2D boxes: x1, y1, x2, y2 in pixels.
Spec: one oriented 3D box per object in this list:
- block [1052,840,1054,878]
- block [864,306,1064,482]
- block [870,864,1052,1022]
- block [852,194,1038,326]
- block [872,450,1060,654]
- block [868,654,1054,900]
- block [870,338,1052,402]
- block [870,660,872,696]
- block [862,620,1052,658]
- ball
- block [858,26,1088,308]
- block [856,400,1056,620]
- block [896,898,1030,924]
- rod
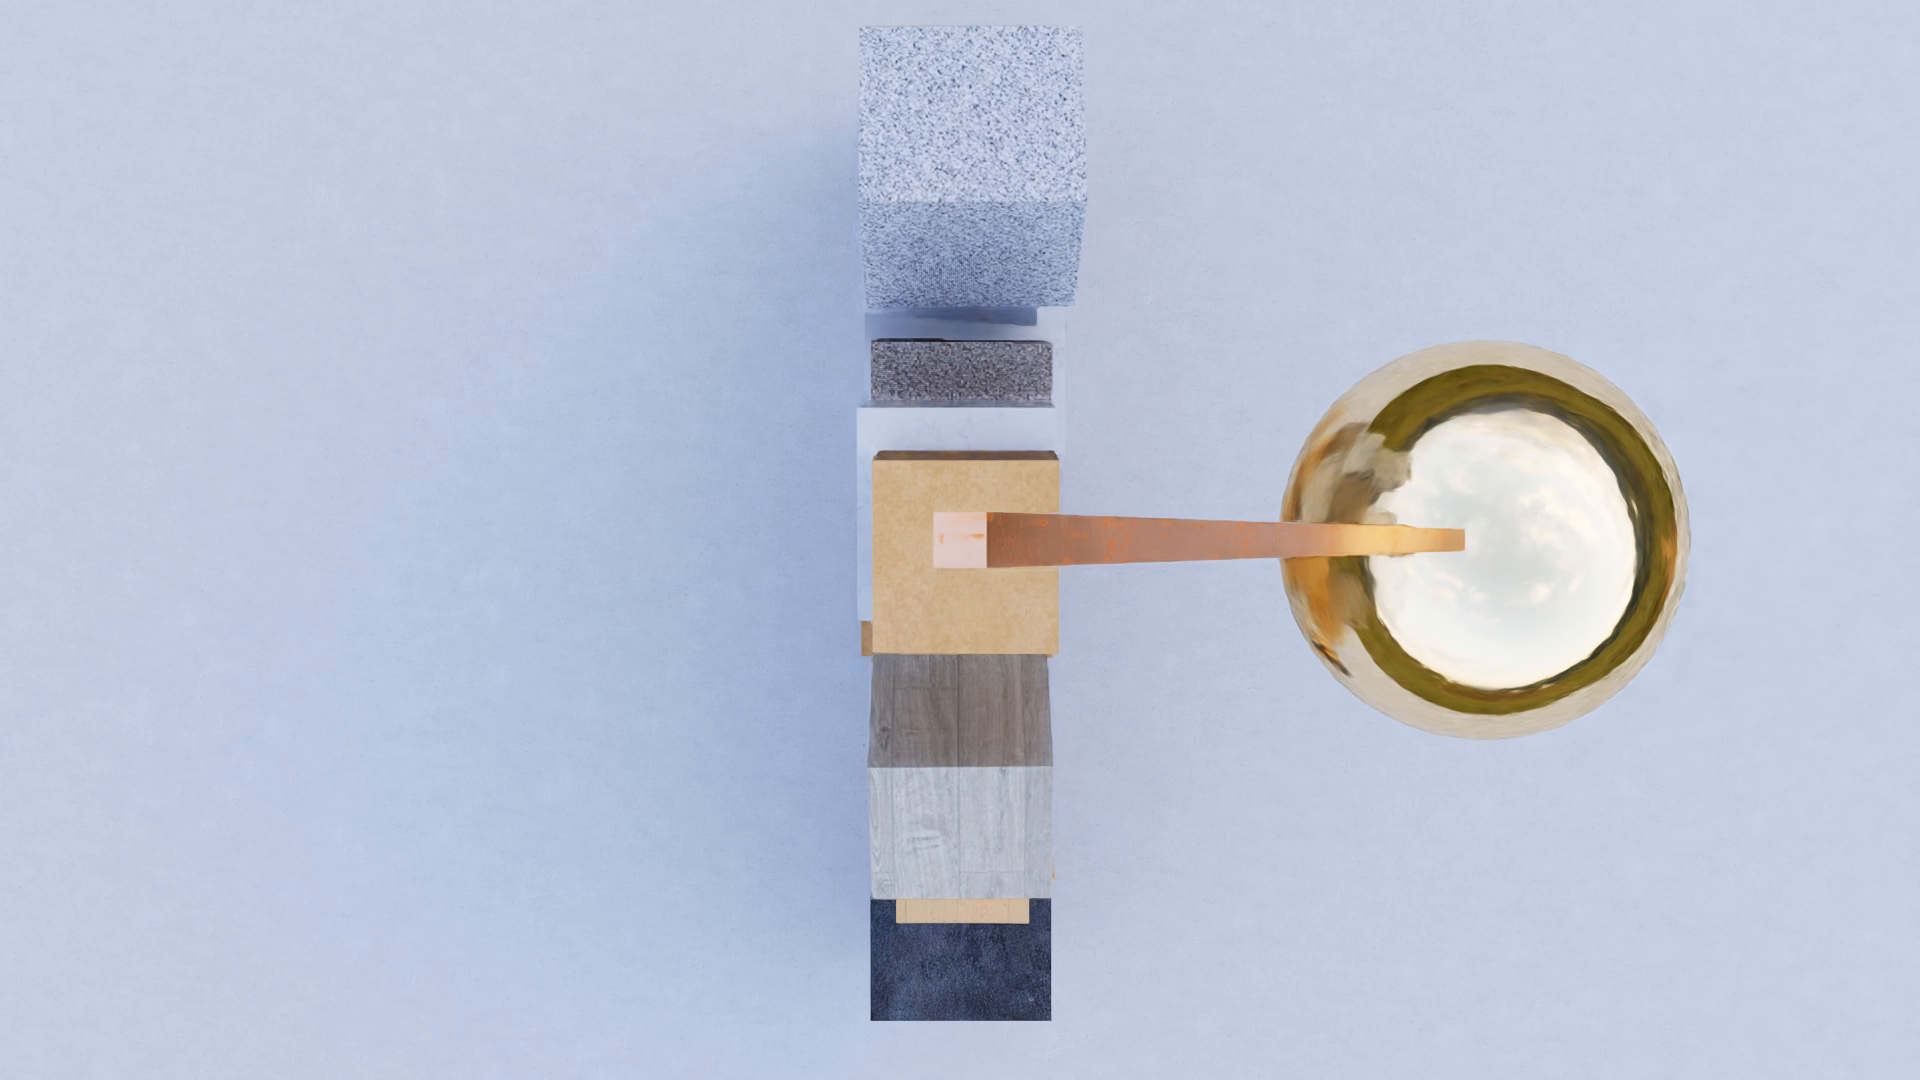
[{"bbox_3d":[0.010,1.085,9.538,0.739,0.811,0.664,-2,91,0],"label":"block"},{"bbox_3d":[0.016,-0.582,9.265,0.805,0.892,0.796,1,71,0],"label":"block"},{"bbox_3d":[0.004,2.026,11.768,0.934,0.883,0.904,0,90,0],"label":"block"},{"bbox_3d":[-0.015,-1.352,8.572,0.709,0.651,0.783,5,71,1],"label":"block"},{"bbox_3d":[0.019,0.027,7.134,0.585,0.508,0.608,0,96,0],"label":"block"},{"bbox_3d":[0.004,0.918,8.619,0.691,0.708,0.654,0,124,0],"label":"block"},{"bbox_3d":[0.004,-0.419,8.340,0.658,0.728,0.670,1,96,0],"label":"block"},{"bbox_3d":[-0.018,1.102,11.870,0.909,0.739,0.923,0,90,0],"label":"block"},{"bbox_3d":[-0.012,0.093,10.790,0.899,0.955,0.913,0,90,0],"label":"block"},{"bbox_3d":[2.074,0.000,8.771,1.600,1.600,1.600,0,90,0],"label":"ball"},{"bbox_3d":[0.038,-1.304,7.781,0.760,0.808,0.673,0,71,0],"label":"block"},{"bbox_3d":[-0.011,-0.118,7.690,0.666,0.628,0.717,0,96,0],"label":"block"},{"bbox_3d":[0.014,1.532,11.023,0.647,0.609,0.683,0,88,0],"label":"block"},{"bbox_3d":[0.899,0.000,5.580,0.080,5.200,0.080,0,90,20],"label":"rod"}]
